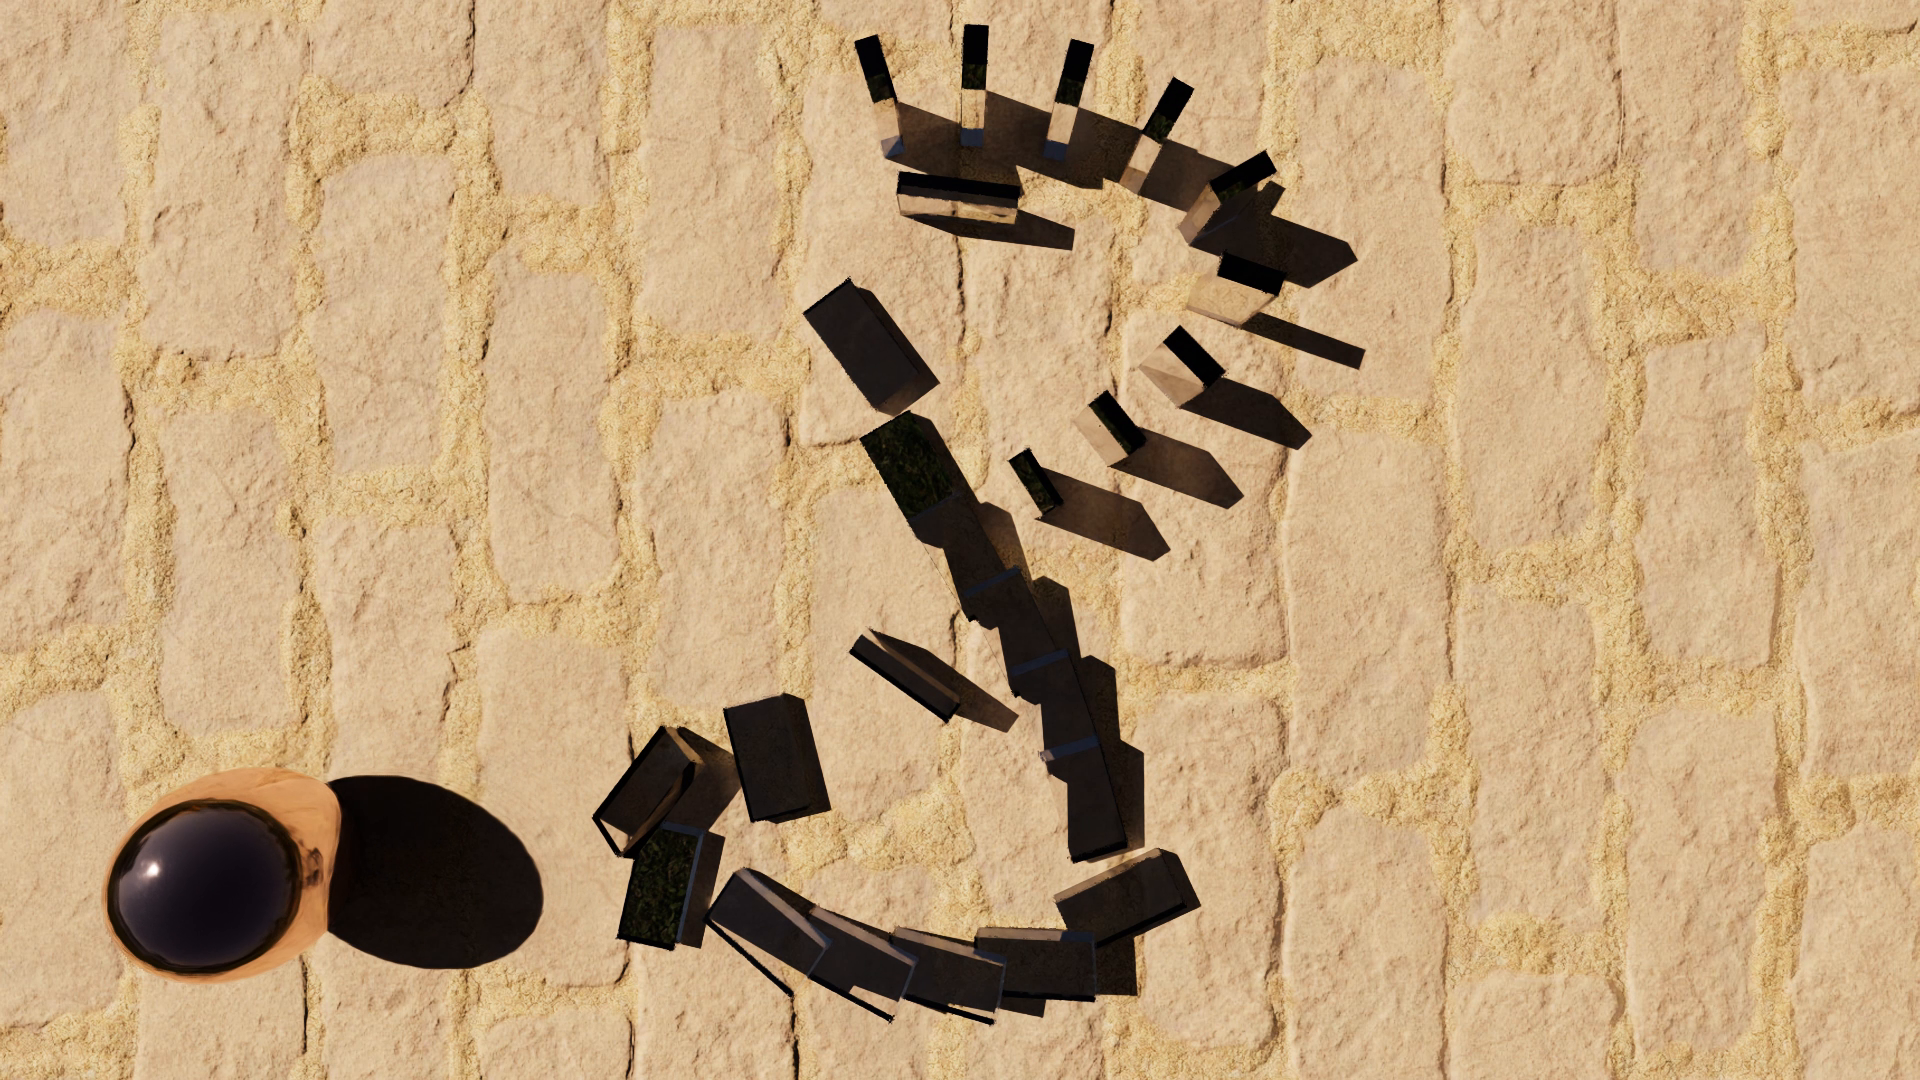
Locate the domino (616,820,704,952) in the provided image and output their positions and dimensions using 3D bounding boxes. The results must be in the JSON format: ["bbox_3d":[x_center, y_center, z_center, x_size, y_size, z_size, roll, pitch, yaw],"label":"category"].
[{"bbox_3d":[-0.129,0.148,0.395,0.025,0.010,0.050,13,90,0],"label":"domino"}]

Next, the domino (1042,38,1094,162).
[{"bbox_3d":[0.044,-0.178,0.375,0.009,0.050,0.025,15,90,0],"label":"domino"}]

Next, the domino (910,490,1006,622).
[{"bbox_3d":[0.002,0.007,0.390,0.025,0.010,0.050,-30,104,0],"label":"domino"}]

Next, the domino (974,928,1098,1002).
[{"bbox_3d":[0.032,0.180,0.389,0.050,0.009,0.025,-4,90,14],"label":"domino"}]

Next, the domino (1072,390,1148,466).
[{"bbox_3d":[0.060,-0.045,0.375,0.010,0.050,0.025,-39,90,0],"label":"domino"}]

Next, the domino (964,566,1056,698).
[{"bbox_3d":[0.024,0.039,0.389,0.025,0.010,0.050,-26,105,0],"label":"domino"}]

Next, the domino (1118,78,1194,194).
[{"bbox_3d":[0.079,-0.164,0.375,0.010,0.050,0.025,30,90,0],"label":"domino"}]

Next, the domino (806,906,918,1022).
[{"bbox_3d":[-0.046,0.179,0.389,0.050,0.010,0.025,20,90,15],"label":"domino"}]

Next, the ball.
[{"bbox_3d":[-0.282,0.130,0.360,0.080,0.080,0.080,0,90,0],"label":"ball"}]

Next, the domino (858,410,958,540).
[{"bbox_3d":[-0.020,-0.028,0.395,0.025,0.009,0.050,-30,90,0],"label":"domino"}]

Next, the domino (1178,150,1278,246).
[{"bbox_3d":[0.108,-0.139,0.375,0.025,0.050,0.010,-30,90,0],"label":"domino"}]

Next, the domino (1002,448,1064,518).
[{"bbox_3d":[0.029,-0.022,0.375,0.010,0.050,0.025,-33,90,0],"label":"domino"}]

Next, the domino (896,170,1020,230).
[{"bbox_3d":[-0.001,-0.143,0.388,0.050,0.025,0.010,7,90,0],"label":"domino"}]

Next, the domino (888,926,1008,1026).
[{"bbox_3d":[-0.007,0.185,0.389,0.050,0.010,0.025,9,90,15],"label":"domino"}]

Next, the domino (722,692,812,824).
[{"bbox_3d":[-0.083,0.094,0.395,0.025,0.010,0.050,-14,90,0],"label":"domino"}]

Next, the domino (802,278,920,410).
[{"bbox_3d":[-0.042,-0.084,0.395,0.025,0.009,0.050,-37,90,0],"label":"domino"}]

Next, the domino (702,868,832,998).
[{"bbox_3d":[-0.082,0.166,0.389,0.050,0.010,0.025,34,91,15],"label":"domino"}]

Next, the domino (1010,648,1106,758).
[{"bbox_3d":[0.042,0.074,0.389,0.025,0.010,0.050,-20,105,0],"label":"domino"}]

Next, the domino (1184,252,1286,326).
[{"bbox_3d":[0.111,-0.101,0.375,0.025,0.050,0.009,19,90,0],"label":"domino"}]

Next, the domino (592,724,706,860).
[{"bbox_3d":[-0.132,0.107,0.389,0.025,0.010,0.050,37,90,35],"label":"domino"}]

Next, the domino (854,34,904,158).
[{"bbox_3d":[-0.032,-0.180,0.375,0.010,0.050,0.025,-17,90,0],"label":"domino"}]

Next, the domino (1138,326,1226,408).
[{"bbox_3d":[0.089,-0.070,0.375,0.009,0.050,0.025,-45,90,0],"label":"domino"}]

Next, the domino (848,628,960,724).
[{"bbox_3d":[-0.023,0.057,0.388,0.050,0.025,0.010,36,90,0],"label":"domino"}]

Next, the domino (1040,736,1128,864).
[{"bbox_3d":[0.053,0.110,0.389,0.025,0.010,0.050,-17,105,0],"label":"domino"}]

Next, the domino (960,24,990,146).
[{"bbox_3d":[0.006,-0.184,0.375,0.009,0.050,0.025,3,90,0],"label":"domino"}]

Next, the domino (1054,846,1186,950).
[{"bbox_3d":[0.069,0.156,0.395,0.050,0.010,0.025,-25,90,0],"label":"domino"}]
